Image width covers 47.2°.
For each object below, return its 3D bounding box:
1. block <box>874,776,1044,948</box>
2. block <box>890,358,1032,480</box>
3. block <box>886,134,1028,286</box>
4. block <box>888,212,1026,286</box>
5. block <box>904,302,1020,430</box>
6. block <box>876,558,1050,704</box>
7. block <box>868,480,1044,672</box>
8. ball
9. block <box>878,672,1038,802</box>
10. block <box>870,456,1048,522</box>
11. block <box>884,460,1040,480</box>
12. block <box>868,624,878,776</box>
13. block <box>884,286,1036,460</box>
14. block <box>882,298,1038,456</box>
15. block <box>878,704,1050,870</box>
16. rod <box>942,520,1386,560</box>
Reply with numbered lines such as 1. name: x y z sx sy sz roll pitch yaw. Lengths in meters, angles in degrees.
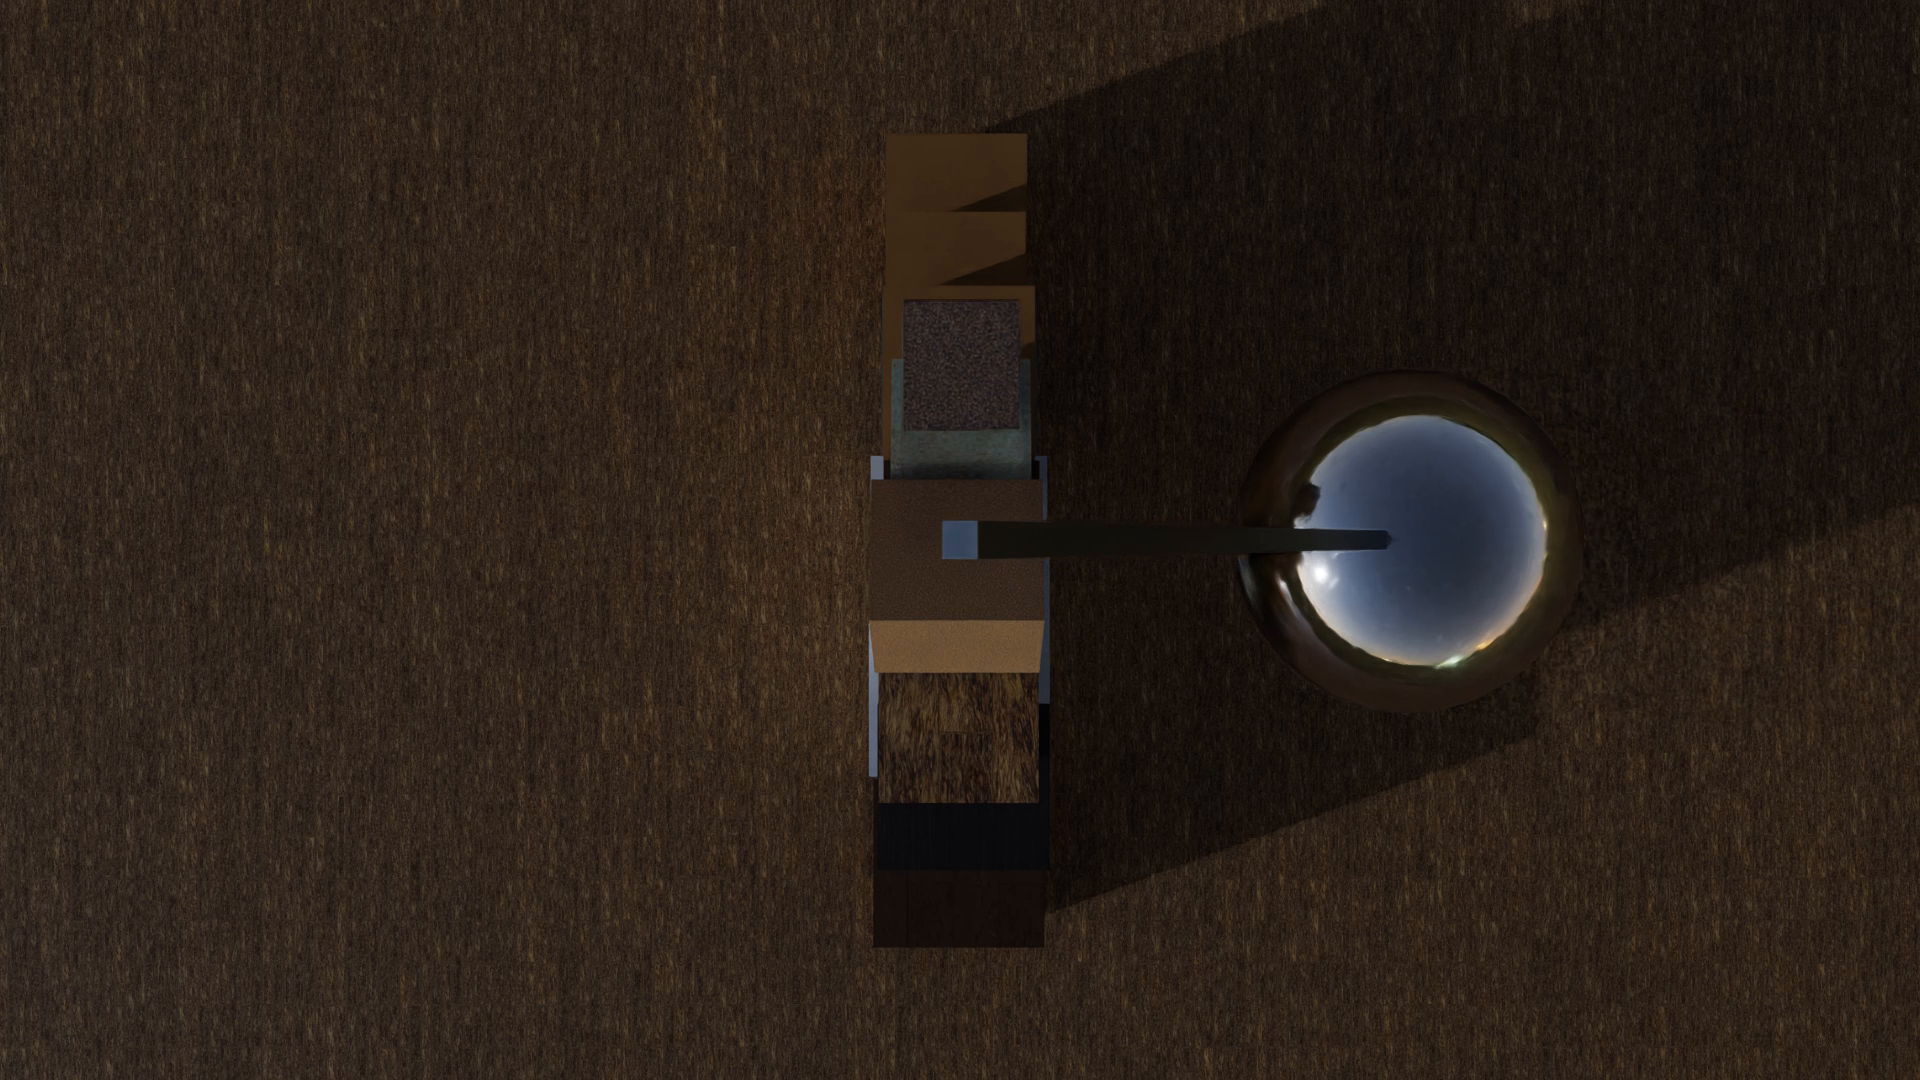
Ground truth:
1. block: -0.006 1.770 12.519 0.936 0.963 0.923 0 90 0
2. block: 0.005 -0.446 10.124 0.626 0.585 0.595 0 72 0
3. block: -0.019 -1.786 12.535 0.775 0.930 0.891 0 90 0
4. block: -0.016 -1.312 11.682 0.707 0.720 0.756 0 90 0
5. block: 0.005 -0.748 9.548 0.489 0.543 0.541 0 93 0
6. block: 0.015 0.366 11.579 0.875 0.974 0.920 0 90 0
7. block: -0.014 0.172 9.917 0.756 0.701 0.662 0 68 0
8. ball: 2.074 0.000 10.225 1.600 1.600 1.600 0 90 0
9. block: -0.006 0.772 10.663 0.746 0.857 0.902 0 90 0
10. block: -0.006 -0.011 12.604 0.979 0.791 0.913 0 90 0
11. block: 0.007 -0.033 10.766 0.741 0.652 0.690 0 90 0
12. block: -0.009 0.877 12.533 0.981 0.934 0.843 0 90 0
13. block: -0.004 -0.801 10.907 0.723 0.833 0.835 0 91 0
14. block: -0.001 -0.904 12.521 0.848 0.958 0.853 0 90 0
15. block: 0.018 1.258 11.618 0.876 0.839 0.854 0 89 0
16. rod: 0.899 0.000 7.035 0.080 5.200 0.080 0 90 20
